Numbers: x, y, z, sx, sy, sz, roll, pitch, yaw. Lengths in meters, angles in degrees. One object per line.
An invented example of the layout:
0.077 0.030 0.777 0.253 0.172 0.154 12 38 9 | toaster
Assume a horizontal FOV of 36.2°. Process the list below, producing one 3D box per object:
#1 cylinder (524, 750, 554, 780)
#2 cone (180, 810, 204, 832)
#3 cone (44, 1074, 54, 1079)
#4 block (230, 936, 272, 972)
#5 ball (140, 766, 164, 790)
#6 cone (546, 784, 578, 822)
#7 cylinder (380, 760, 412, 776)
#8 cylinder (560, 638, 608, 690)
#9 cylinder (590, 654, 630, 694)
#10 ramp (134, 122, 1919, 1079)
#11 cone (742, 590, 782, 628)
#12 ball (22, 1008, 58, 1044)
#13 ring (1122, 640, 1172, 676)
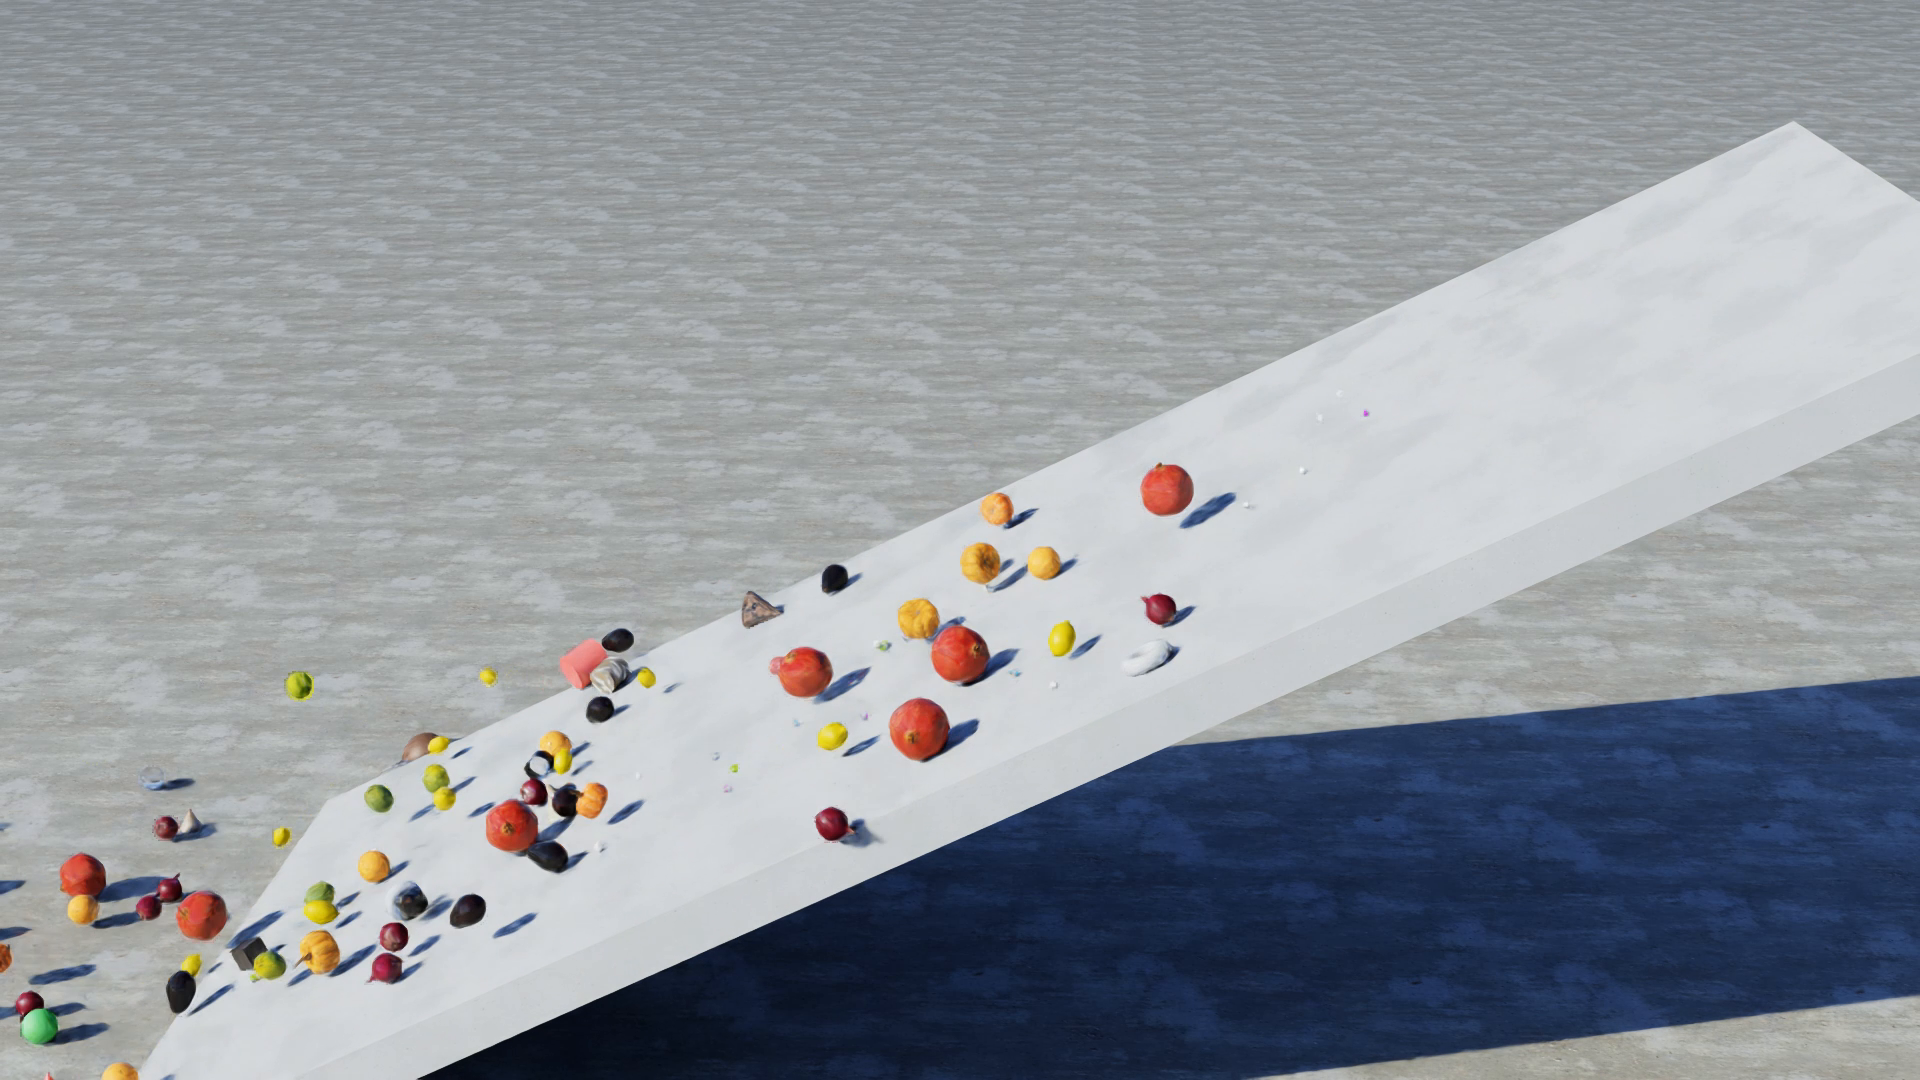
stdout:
-0.965 0.517 6.749 0.052 0.052 0.052 4 28 15 | cylinder
-1.990 0.719 7.609 0.058 0.058 0.058 0 16 0 | cone
-1.883 1.136 6.082 0.077 0.077 0.077 -2 10 0 | cone
-1.549 0.904 6.424 0.052 0.052 0.052 -14 19 44 | block
-2.164 0.637 7.878 0.065 0.065 0.065 0 16 0 | ball
-0.879 0.559 6.383 0.076 0.076 0.076 -25 13 7 | cone
-1.493 0.634 7.843 0.077 0.077 0.077 10 19 30 | cylinder
-0.939 0.310 7.371 0.093 0.093 0.093 -37 33 -25 | cylinder
-0.858 0.328 7.207 0.070 0.070 0.070 8 30 27 | cylinder
0.138 0.168 6.281 4.000 0.100 2.000 -25 14 10 | ramp
-0.468 0.174 7.116 0.092 0.092 0.092 8 18 19 | cone
-2.005 1.060 6.411 0.077 0.077 0.077 0 16 0 | ball
0.345 0.216 5.419 0.098 0.033 0.098 -27 13 7 | ring
